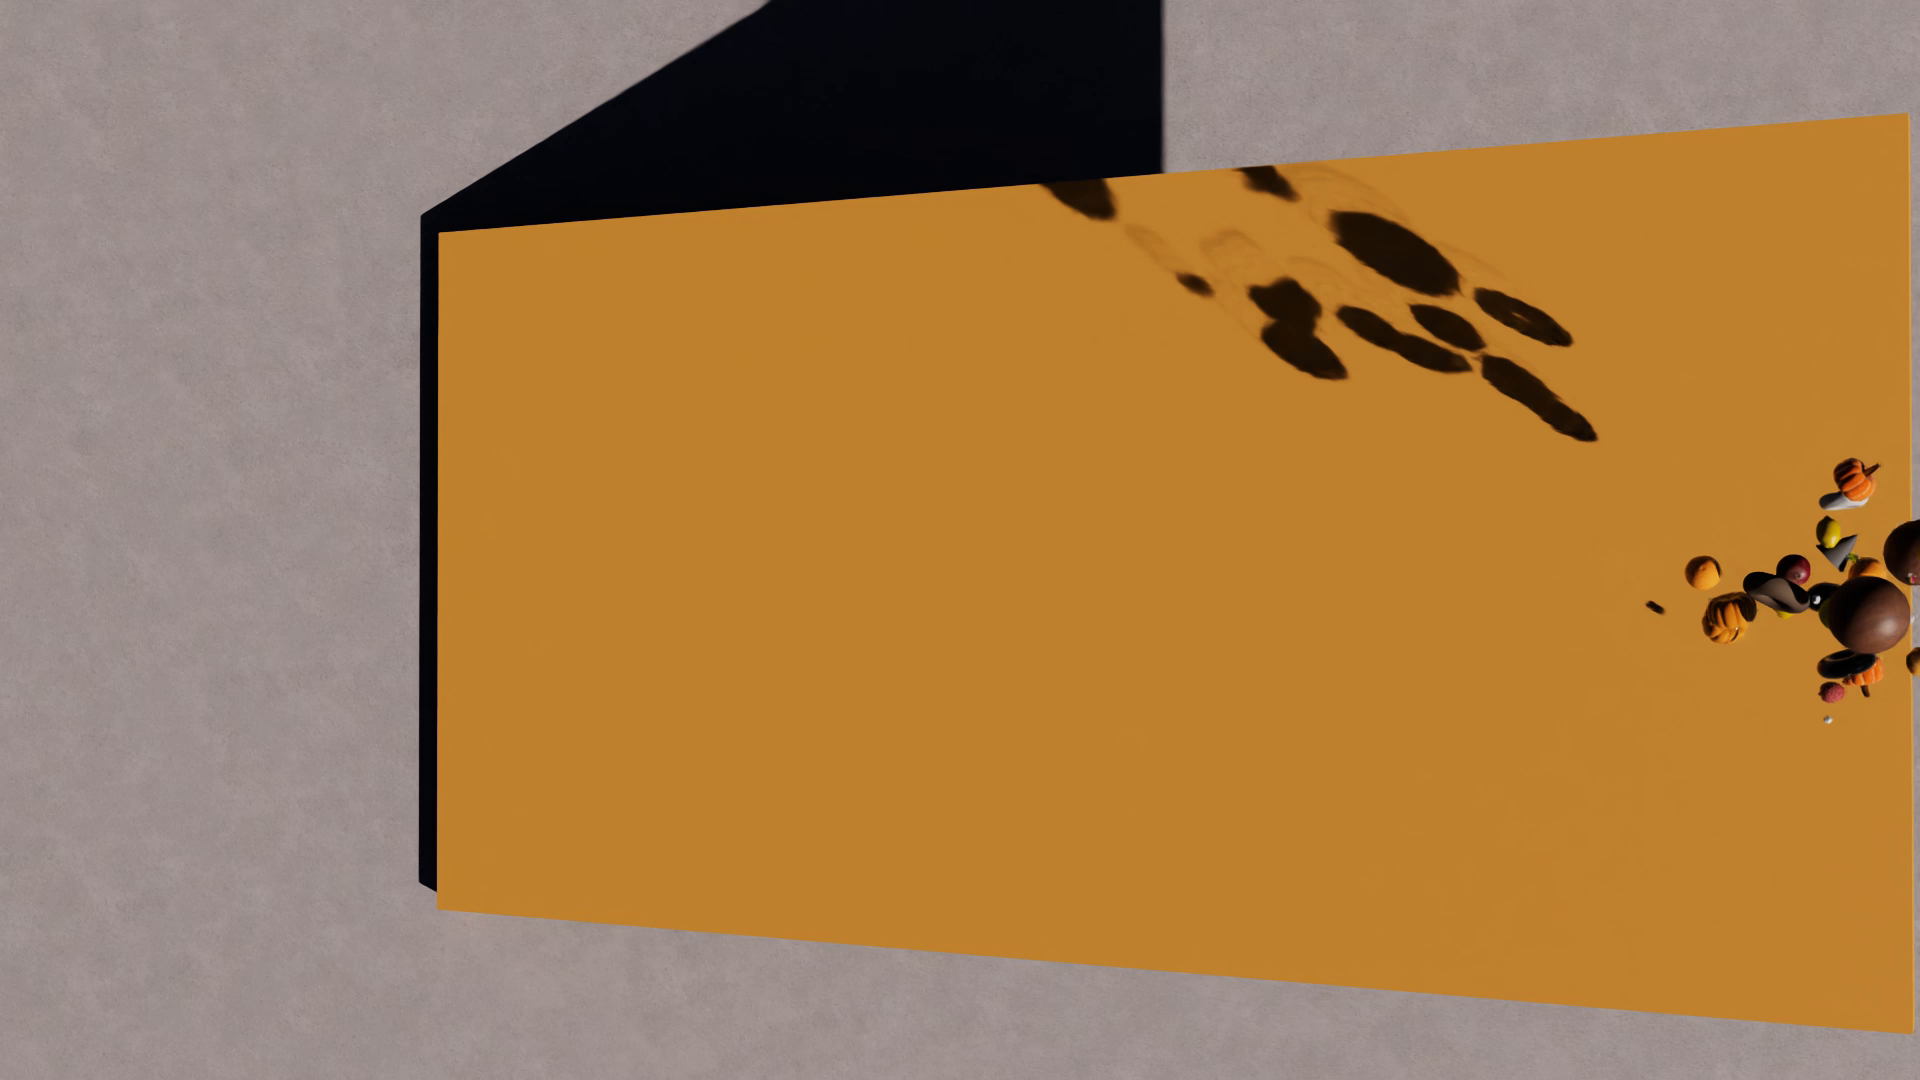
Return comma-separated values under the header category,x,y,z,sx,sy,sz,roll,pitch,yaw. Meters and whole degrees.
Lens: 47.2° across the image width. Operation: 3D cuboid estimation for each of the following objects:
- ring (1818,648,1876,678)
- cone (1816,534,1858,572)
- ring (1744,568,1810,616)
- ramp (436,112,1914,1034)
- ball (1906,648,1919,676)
category,x,y,z,sx,sy,sz,roll,pitch,yaw
ring,1.513,0.210,3.752,0.098,0.098,0.033,-19,93,0
cone,1.558,0.012,3.876,0.067,0.067,0.067,45,106,0
ring,1.482,0.096,3.992,0.121,0.121,0.040,33,74,0
ramp,0.281,0.081,5.682,4.000,0.100,2.000,0,89,26
ball,1.652,0.210,3.777,0.051,0.051,0.051,0,89,0
